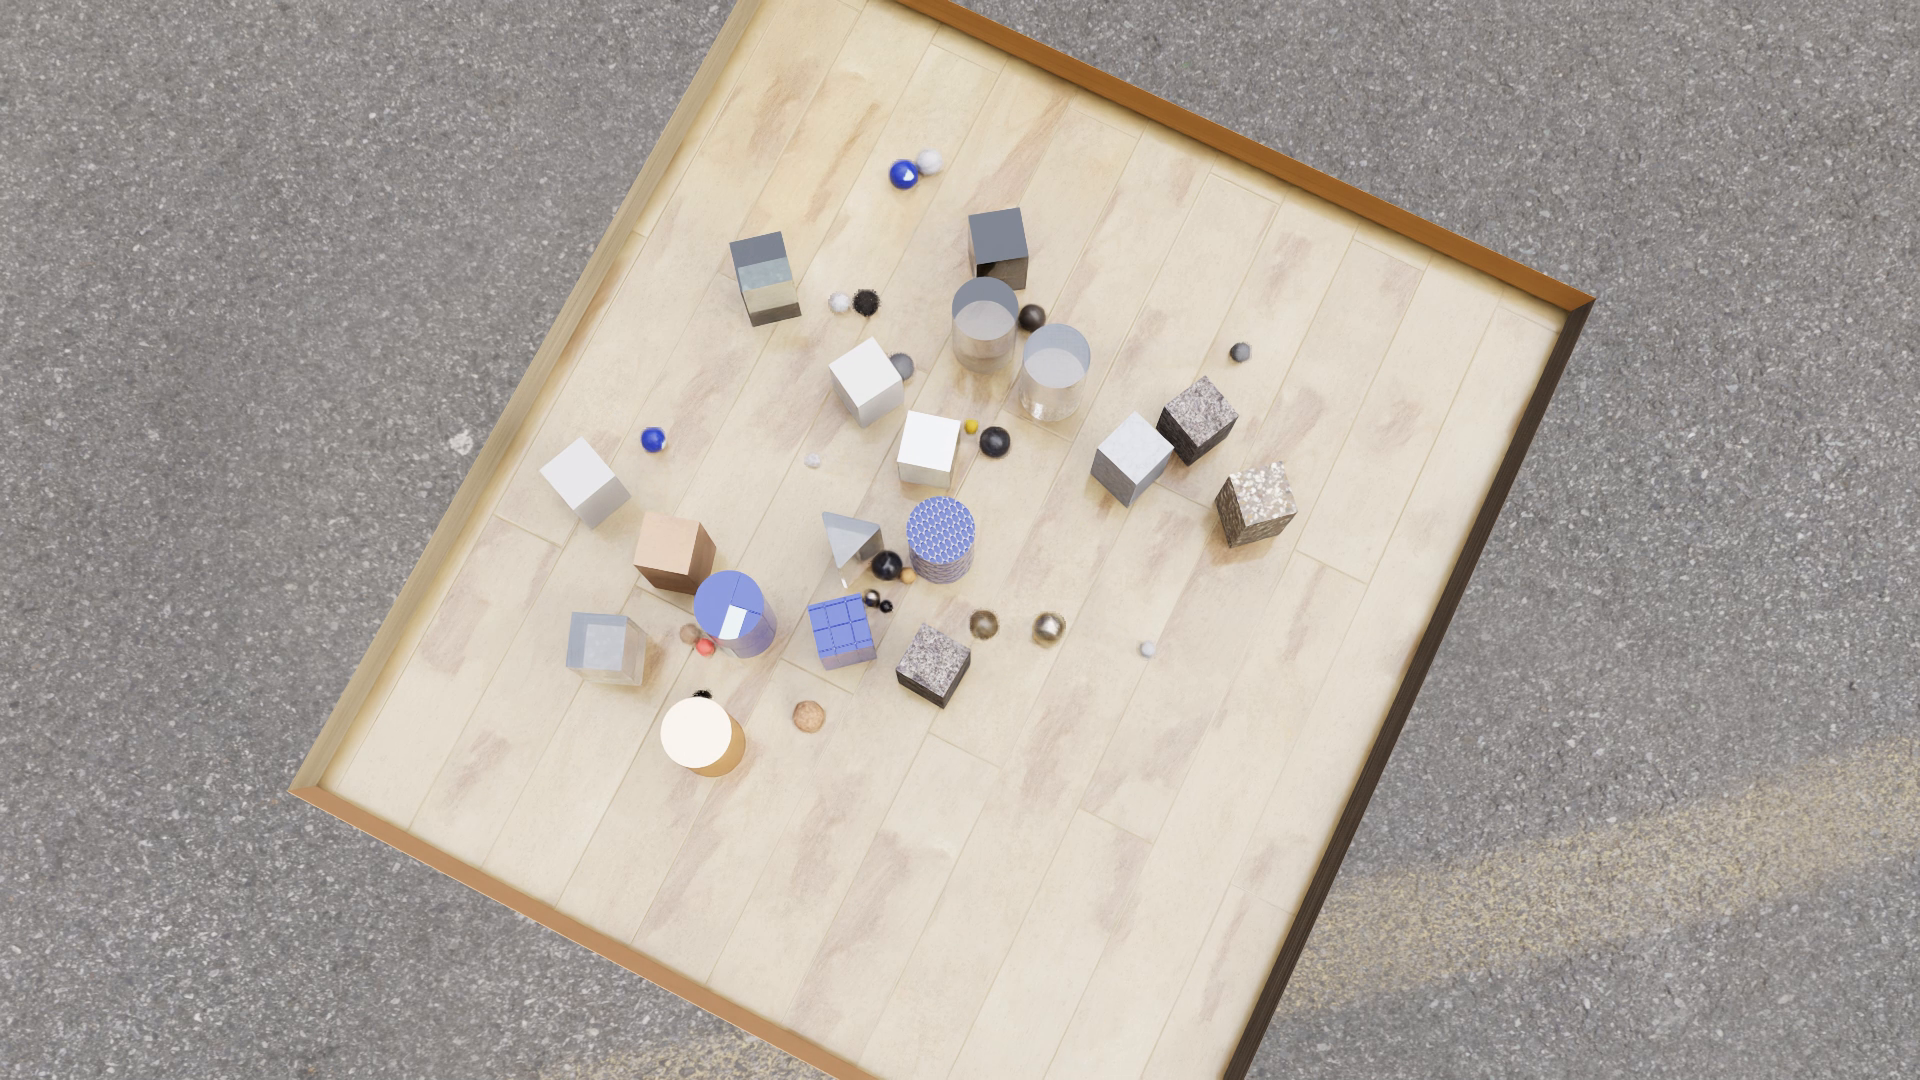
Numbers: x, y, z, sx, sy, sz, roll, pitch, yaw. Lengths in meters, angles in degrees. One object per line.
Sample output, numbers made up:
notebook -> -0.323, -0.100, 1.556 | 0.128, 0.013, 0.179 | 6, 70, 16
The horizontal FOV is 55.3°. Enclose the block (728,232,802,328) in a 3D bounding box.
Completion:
block -> -0.593, -0.795, 5.612 | 0.159, 0.331, 0.159 | -13, 79, -3

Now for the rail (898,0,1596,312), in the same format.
rail -> 0.683, -1.330, 5.825 | 2.833, 0.129, 0.045 | 26, 80, 5

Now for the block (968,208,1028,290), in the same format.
block -> 0.116, -0.885, 5.651 | 0.159, 0.291, 0.159 | -9, 78, -2

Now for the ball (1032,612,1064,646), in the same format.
ball -> 0.265, 0.268, 5.511 | 0.099, 0.099, 0.099 | 0, 78, 0

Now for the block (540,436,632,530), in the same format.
block -> -1.122, -0.169, 5.509 | 0.159, 0.279, 0.159 | -41, 81, -8

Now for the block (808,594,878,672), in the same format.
block -> -0.346, 0.274, 5.421 | 0.159, 0.272, 0.159 | -14, 79, -3

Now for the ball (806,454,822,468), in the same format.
ball -> -0.449, -0.245, 5.644 | 0.046, 0.046, 0.046 | 0, 78, 0

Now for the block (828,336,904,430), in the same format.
block -> -0.283, -0.476, 5.587 | 0.159, 0.251, 0.159 | -34, 80, -7

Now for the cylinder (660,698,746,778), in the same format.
cylinder -> -0.741, 0.576, 5.316 | 0.198, 0.355, 0.198 | 0, 78, 0

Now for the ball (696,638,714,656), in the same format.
ball -> -0.767, 0.323, 5.523 | 0.053, 0.053, 0.053 | 0, 78, 0

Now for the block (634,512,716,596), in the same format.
block -> -0.838, 0.046, 5.415 | 0.159, 0.375, 0.159 | 11, 79, 2

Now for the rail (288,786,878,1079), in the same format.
rail -> -0.683, 1.344, 5.271 | 2.833, 0.129, 0.045 | 26, 80, 5

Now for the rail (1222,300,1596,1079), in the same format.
rail -> 1.246, 0.617, 5.422 | 0.045, 0.129, 3.101 | 26, 80, 5

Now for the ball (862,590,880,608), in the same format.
ball -> -0.267, 0.177, 5.552 | 0.054, 0.054, 0.054 | 0, 78, 0

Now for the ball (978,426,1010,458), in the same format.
ball -> 0.107, -0.302, 5.629 | 0.099, 0.099, 0.099 | 0, 78, 0

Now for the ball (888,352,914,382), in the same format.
ball -> -0.185, -0.535, 5.682 | 0.089, 0.089, 0.089 | 0, 78, 0

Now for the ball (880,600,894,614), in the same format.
ball -> -0.223, 0.203, 5.554 | 0.040, 0.040, 0.040 | 0, 78, 0

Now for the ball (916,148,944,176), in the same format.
ball -> -0.096, -1.199, 5.820 | 0.088, 0.088, 0.088 | 0, 78, 0

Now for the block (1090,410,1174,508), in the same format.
block -> 0.513, -0.238, 5.506 | 0.159, 0.314, 0.159 | 44, 82, 8

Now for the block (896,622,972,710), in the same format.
block -> -0.077, 0.373, 5.383 | 0.159, 0.307, 0.159 | 30, 80, 6

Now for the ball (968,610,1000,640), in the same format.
ball -> 0.071, 0.256, 5.516 | 0.093, 0.093, 0.093 | 0, 78, 0

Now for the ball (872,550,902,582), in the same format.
ball -> -0.222, 0.078, 5.552 | 0.094, 0.094, 0.094 | 0, 78, 0

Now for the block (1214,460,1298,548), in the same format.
block -> 0.881, -0.102, 5.472 | 0.159, 0.325, 0.159 | -15, 79, -3

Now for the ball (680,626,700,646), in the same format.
ball -> -0.812, 0.287, 5.526 | 0.062, 0.062, 0.062 | 0, 78, 0

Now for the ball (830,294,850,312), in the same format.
ball -> -0.376, -0.742, 5.739 | 0.061, 0.061, 0.061 | 0, 78, 0

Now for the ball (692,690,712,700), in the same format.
ball -> -0.772, 0.477, 5.488 | 0.058, 0.058, 0.058 | 0, 78, 0

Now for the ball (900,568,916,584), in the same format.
ball -> -0.158, 0.109, 5.568 | 0.051, 0.051, 0.051 | 0, 78, 0

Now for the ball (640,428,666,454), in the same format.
ball -> -0.944, -0.306, 5.640 | 0.077, 0.077, 0.077 | 0, 78, 0

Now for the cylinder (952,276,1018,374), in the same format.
cylinder -> 0.075, -0.650, 5.580 | 0.198, 0.336, 0.198 | 0, 78, 0

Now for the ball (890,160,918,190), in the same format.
ball -> -0.178, -1.156, 5.808 | 0.093, 0.093, 0.093 | 0, 78, 0

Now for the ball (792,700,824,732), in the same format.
ball -> -0.451, 0.524, 5.460 | 0.094, 0.094, 0.094 | 0, 78, 0

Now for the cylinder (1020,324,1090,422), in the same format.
cylinder -> 0.283, -0.502, 5.535 | 0.198, 0.364, 0.198 | 0, 78, 0

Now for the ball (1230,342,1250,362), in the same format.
ball -> 0.873, -0.584, 5.705 | 0.063, 0.063, 0.063 | 0, 78, 0

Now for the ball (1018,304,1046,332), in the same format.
ball -> 0.225, -0.693, 5.717 | 0.085, 0.085, 0.085 | 0, 78, 0

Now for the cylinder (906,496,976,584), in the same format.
cylinder -> -0.055, 0.005, 5.443 | 0.198, 0.338, 0.198 | 0, 78, 0

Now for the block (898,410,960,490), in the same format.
block -> -0.092, -0.269, 5.549 | 0.159, 0.241, 0.159 | 12, 79, 2

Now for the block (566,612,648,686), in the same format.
block -> -1.033, 0.322, 5.376 | 0.159, 0.341, 0.159 | 4, 78, 1

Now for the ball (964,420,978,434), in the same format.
ball -> 0.034, -0.349, 5.667 | 0.043, 0.043, 0.043 | 0, 78, 0

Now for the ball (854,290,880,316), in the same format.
ball -> -0.293, -0.741, 5.729 | 0.081, 0.081, 0.081 | 0, 78, 0

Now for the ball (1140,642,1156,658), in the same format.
ball -> 0.565, 0.330, 5.523 | 0.050, 0.050, 0.050 | 0, 78, 0

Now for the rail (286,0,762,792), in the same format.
rail -> -1.246, -0.603, 5.675 | 0.045, 0.129, 3.101 | 26, 80, 5

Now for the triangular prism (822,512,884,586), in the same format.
triangular prism -> -0.344, 0.003, 5.451 | 0.149, 0.324, 0.172 | 43, 81, 8

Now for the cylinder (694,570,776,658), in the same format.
cylinder -> -0.655, 0.222, 5.373 | 0.198, 0.386, 0.198 | 0, 78, 0

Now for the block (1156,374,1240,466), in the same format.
block -> 0.718, -0.359, 5.564 | 0.159, 0.248, 0.159 | -37, 81, -7
